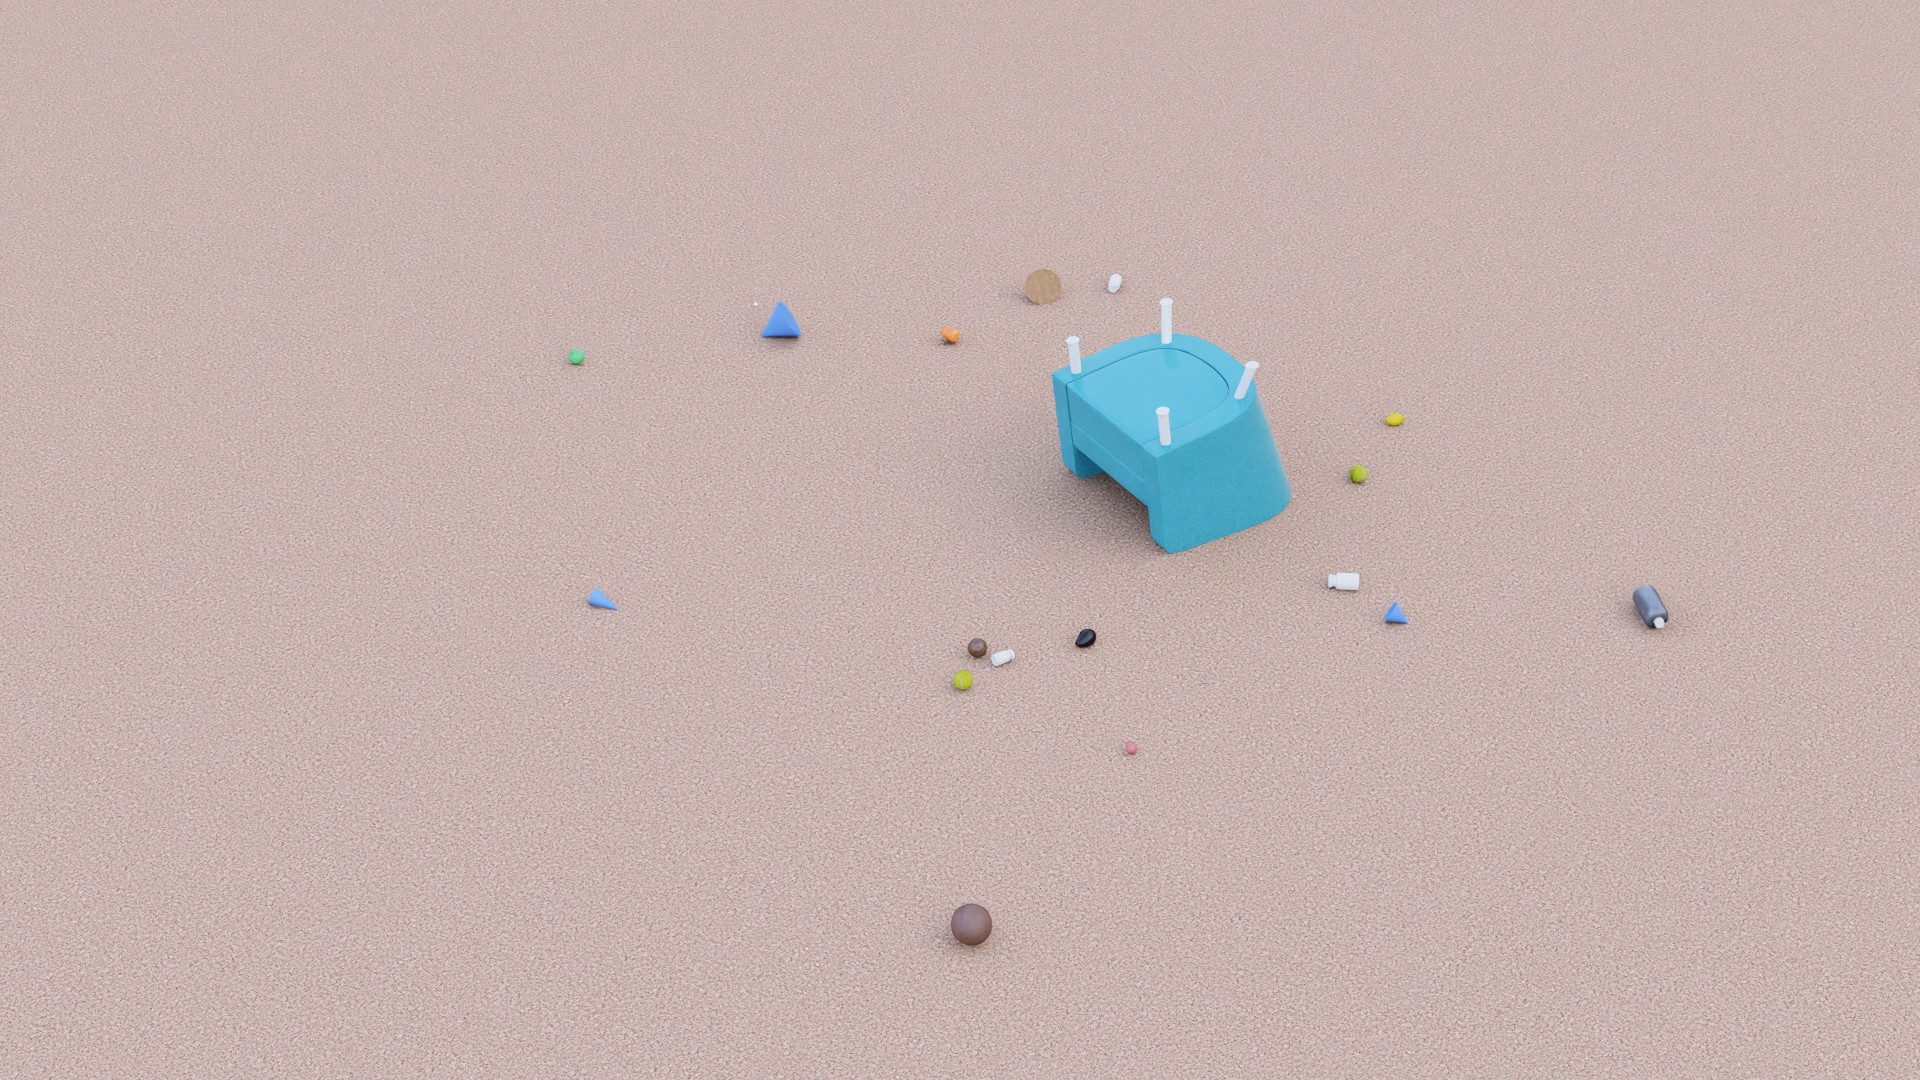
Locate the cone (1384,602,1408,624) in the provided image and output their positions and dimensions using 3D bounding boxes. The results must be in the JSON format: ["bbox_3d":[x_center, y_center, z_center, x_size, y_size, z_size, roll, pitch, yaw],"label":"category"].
[{"bbox_3d":[1.572,0.279,10.489,0.079,0.080,0.084,32,13,-1],"label":"cone"}]

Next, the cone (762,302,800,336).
[{"bbox_3d":[-0.770,-0.883,12.218,0.145,0.168,0.187,-31,8,9],"label":"cone"}]

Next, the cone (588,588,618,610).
[{"bbox_3d":[-1.274,0.228,10.571,0.114,0.061,0.067,27,37,12],"label":"cone"}]

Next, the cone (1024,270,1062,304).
[{"bbox_3d":[0.334,-1.079,12.523,0.163,0.149,0.130,-13,6,-15],"label":"cone"}]

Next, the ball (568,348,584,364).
[{"bbox_3d":[-1.572,-0.752,12.026,0.065,0.065,0.065,0,33,0],"label":"ball"}]

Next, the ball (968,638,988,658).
[{"bbox_3d":[0.061,0.379,10.306,0.069,0.069,0.069,0,33,0],"label":"ball"}]
